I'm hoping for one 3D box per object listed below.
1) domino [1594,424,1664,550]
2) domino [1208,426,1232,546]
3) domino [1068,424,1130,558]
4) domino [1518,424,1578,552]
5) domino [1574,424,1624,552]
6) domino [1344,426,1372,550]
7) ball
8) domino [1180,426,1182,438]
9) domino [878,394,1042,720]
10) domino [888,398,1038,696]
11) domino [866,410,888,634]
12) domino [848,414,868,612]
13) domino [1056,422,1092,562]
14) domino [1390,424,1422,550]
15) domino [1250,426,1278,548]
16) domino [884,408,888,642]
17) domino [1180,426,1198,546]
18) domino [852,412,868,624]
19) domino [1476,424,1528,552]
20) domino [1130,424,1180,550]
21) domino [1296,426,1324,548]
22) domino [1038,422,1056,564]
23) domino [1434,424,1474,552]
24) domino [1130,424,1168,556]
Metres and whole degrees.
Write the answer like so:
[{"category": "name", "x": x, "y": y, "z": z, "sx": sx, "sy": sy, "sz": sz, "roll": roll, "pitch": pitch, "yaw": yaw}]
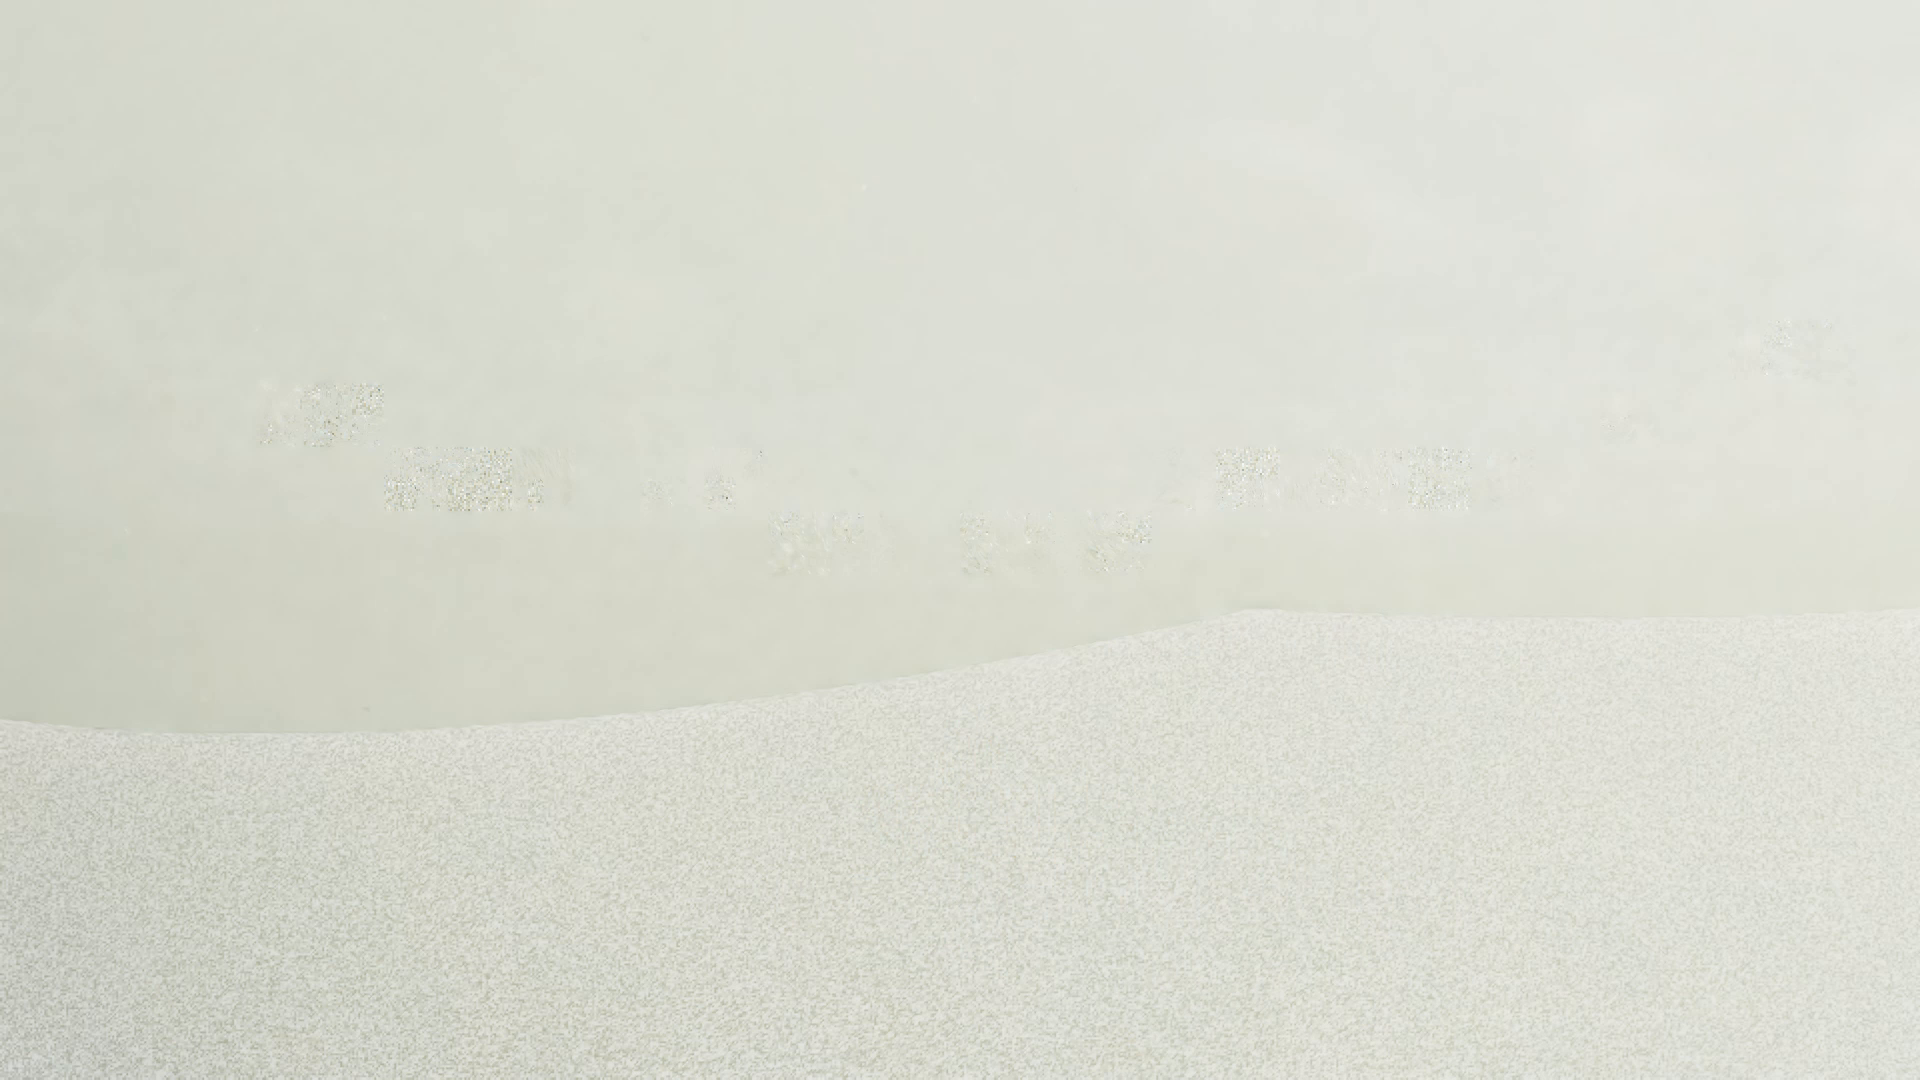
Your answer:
[{"category": "domino", "x": 0.273, "y": -0.022, "z": 0.524, "sx": 0.010, "sy": 0.050, "sz": 0.025, "roll": -1, "pitch": 4, "yaw": -13}, {"category": "domino", "x": 0.110, "y": -0.023, "z": 0.543, "sx": 0.010, "sy": 0.050, "sz": 0.025, "roll": 1, "pitch": 4, "yaw": 10}, {"category": "domino", "x": 0.053, "y": -0.019, "z": 0.487, "sx": 0.010, "sy": 0.050, "sz": 0.025, "roll": -3, "pitch": 5, "yaw": -33}, {"category": "domino", "x": 0.237, "y": -0.021, "z": 0.517, "sx": 0.010, "sy": 0.050, "sz": 0.025, "roll": 0, "pitch": 4, "yaw": -5}, {"category": "domino", "x": 0.255, "y": -0.021, "z": 0.520, "sx": 0.009, "sy": 0.050, "sz": 0.025, "roll": -1, "pitch": 4, "yaw": -12}, {"category": "domino", "x": 0.164, "y": -0.022, "z": 0.529, "sx": 0.010, "sy": 0.050, "sz": 0.025, "roll": 1, "pitch": 4, "yaw": 17}, {"category": "ball", "x": 0.000, "y": -0.002, "z": 0.056, "sx": 0.080, "sy": 0.080, "sz": 0.080, "roll": 0, "pitch": 4, "yaw": 0}, {"category": "domino", "x": 0.078, "y": -0.022, "z": 0.532, "sx": 0.025, "sy": 0.050, "sz": 0.010, "roll": 2, "pitch": 5, "yaw": 25}, {"category": "domino", "x": 0.000, "y": 0.002, "z": 0.201, "sx": 0.025, "sy": 0.050, "sz": 0.010, "roll": 0, "pitch": 4, "yaw": 0}, {"category": "domino", "x": 0.001, "y": 0.001, "z": 0.219, "sx": 0.025, "sy": 0.050, "sz": 0.010, "roll": 0, "pitch": 4, "yaw": 2}, {"category": "domino", "x": -0.008, "y": -0.004, "z": 0.293, "sx": 0.025, "sy": 0.050, "sz": 0.009, "roll": -1, "pitch": 4, "yaw": -15}, {"category": "domino", "x": -0.016, "y": -0.007, "z": 0.329, "sx": 0.025, "sy": 0.050, "sz": 0.010, "roll": 0, "pitch": 4, "yaw": -6}, {"category": "domino", "x": 0.037, "y": -0.018, "z": 0.477, "sx": 0.010, "sy": 0.050, "sz": 0.025, "roll": -3, "pitch": 5, "yaw": -36}, {"category": "domino", "x": 0.182, "y": -0.022, "z": 0.524, "sx": 0.010, "sy": 0.050, "sz": 0.025, "roll": 1, "pitch": 4, "yaw": 15}, {"category": "domino", "x": 0.128, "y": -0.023, "z": 0.539, "sx": 0.010, "sy": 0.050, "sz": 0.025, "roll": 1, "pitch": 4, "yaw": 15}, {"category": "domino", "x": -0.003, "y": -0.003, "z": 0.275, "sx": 0.025, "sy": 0.050, "sz": 0.010, "roll": -1, "pitch": 4, "yaw": -13}, {"category": "domino", "x": 0.092, "y": -0.023, "z": 0.545, "sx": 0.009, "sy": 0.050, "sz": 0.025, "roll": -1, "pitch": 4, "yaw": -12}, {"category": "domino", "x": -0.013, "y": -0.006, "z": 0.311, "sx": 0.025, "sy": 0.050, "sz": 0.010, "roll": -1, "pitch": 4, "yaw": -14}, {"category": "domino", "x": 0.218, "y": -0.021, "z": 0.517, "sx": 0.009, "sy": 0.050, "sz": 0.025, "roll": 0, "pitch": 4, "yaw": 3}, {"category": "domino", "x": 0.076, "y": -0.021, "z": 0.515, "sx": 0.025, "sy": 0.050, "sz": 0.010, "roll": 1, "pitch": 4, "yaw": 8}, {"category": "domino", "x": 0.146, "y": -0.023, "z": 0.534, "sx": 0.010, "sy": 0.050, "sz": 0.025, "roll": 1, "pitch": 4, "yaw": 16}, {"category": "domino", "x": 0.023, "y": -0.017, "z": 0.465, "sx": 0.010, "sy": 0.050, "sz": 0.025, "roll": -3, "pitch": 6, "yaw": -39}, {"category": "domino", "x": 0.200, "y": -0.021, "z": 0.519, "sx": 0.010, "sy": 0.050, "sz": 0.025, "roll": 1, "pitch": 4, "yaw": 12}, {"category": "domino", "x": 0.067, "y": -0.020, "z": 0.498, "sx": 0.009, "sy": 0.050, "sz": 0.025, "roll": -4, "pitch": 6, "yaw": -44}]
